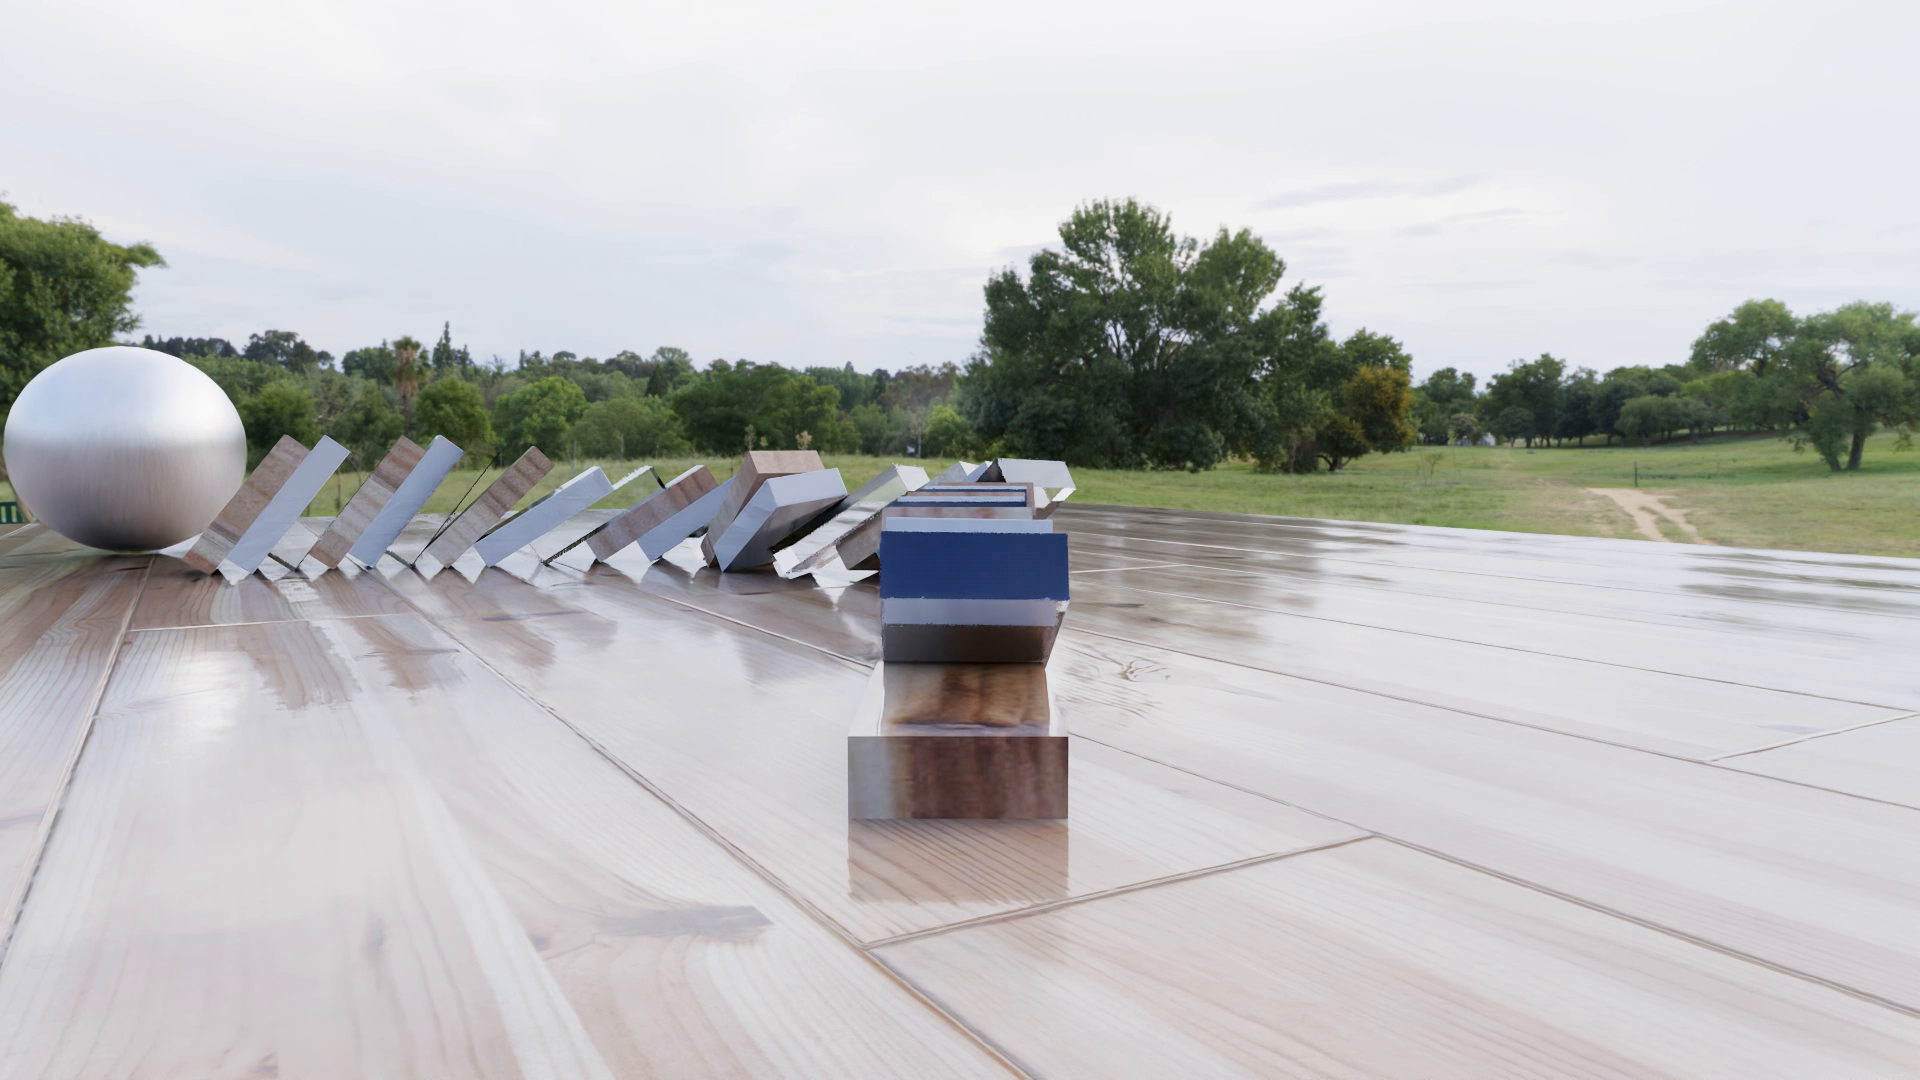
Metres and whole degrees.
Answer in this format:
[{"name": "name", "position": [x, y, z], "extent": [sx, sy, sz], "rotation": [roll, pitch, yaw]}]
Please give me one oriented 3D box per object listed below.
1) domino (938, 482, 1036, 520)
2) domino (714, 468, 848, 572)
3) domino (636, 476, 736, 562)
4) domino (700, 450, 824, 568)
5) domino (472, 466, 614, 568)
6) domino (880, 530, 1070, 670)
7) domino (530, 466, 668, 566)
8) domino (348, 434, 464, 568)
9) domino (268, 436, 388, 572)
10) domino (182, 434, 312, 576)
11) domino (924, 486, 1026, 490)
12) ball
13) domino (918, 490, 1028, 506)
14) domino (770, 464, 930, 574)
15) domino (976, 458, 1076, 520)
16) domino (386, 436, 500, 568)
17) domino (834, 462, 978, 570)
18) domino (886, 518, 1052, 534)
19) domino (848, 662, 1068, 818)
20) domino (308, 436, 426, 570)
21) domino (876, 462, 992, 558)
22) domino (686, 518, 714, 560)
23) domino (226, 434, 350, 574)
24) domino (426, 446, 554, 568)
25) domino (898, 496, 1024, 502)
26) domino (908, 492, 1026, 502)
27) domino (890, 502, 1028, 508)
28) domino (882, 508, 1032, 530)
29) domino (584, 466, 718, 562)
[{"name": "domino", "position": [0.005, 0.000, 0.356], "extent": [0.025, 0.010, 0.050], "rotation": [0, -25, -4]}, {"name": "domino", "position": [-0.059, -0.006, 0.414], "extent": [0.025, 0.010, 0.050], "rotation": [-12, -18, -35]}, {"name": "domino", "position": [-0.092, -0.010, 0.468], "extent": [0.050, 0.009, 0.025], "rotation": [-33, 5, -1]}, {"name": "domino", "position": [-0.067, -0.010, 0.434], "extent": [0.025, 0.010, 0.050], "rotation": [-3, -36, -37]}, {"name": "domino", "position": [-0.148, -0.009, 0.457], "extent": [0.050, 0.009, 0.025], "rotation": [-34, 15, -15]}, {"name": "domino", "position": [0.001, 0.013, 0.193], "extent": [0.025, 0.010, 0.050], "rotation": [1, -22, -2]}, {"name": "domino", "position": [-0.132, -0.009, 0.464], "extent": [0.050, 0.010, 0.025], "rotation": [-34, 15, -15]}, {"name": "domino", "position": [-0.195, -0.014, 0.452], "extent": [0.009, 0.050, 0.025], "rotation": [39, -12, -22]}, {"name": "domino", "position": [-0.216, -0.013, 0.440], "extent": [0.009, 0.050, 0.025], "rotation": [39, -12, -22]}, {"name": "domino", "position": [-0.237, -0.012, 0.428], "extent": [0.010, 0.050, 0.025], "rotation": [39, -12, -22]}, {"name": "domino", "position": [0.004, 0.001, 0.335], "extent": [0.025, 0.009, 0.050], "rotation": [0, -24, 1]}, {"name": "ball", "position": [-0.324, -0.035, 0.500], "extent": [0.080, 0.080, 0.080], "rotation": [0, 4, 0]}, {"name": "domino", "position": [0.003, 0.003, 0.315], "extent": [0.025, 0.010, 0.050], "rotation": [0, -24, 1]}, {"name": "domino", "position": [-0.034, -0.007, 0.414], "extent": [0.050, 0.010, 0.025], "rotation": [-33, -9, 17]}, {"name": "domino", "position": [0.009, -0.005, 0.380], "extent": [0.025, 0.010, 0.050], "rotation": [0, -33, -36]}, {"name": "domino", "position": [-0.181, -0.014, 0.451], "extent": [0.009, 0.050, 0.025], "rotation": [38, -10, -19]}, {"name": "domino", "position": [-0.013, -0.007, 0.412], "extent": [0.050, 0.010, 0.025], "rotation": [-33, -13, 18]}, {"name": "domino", "position": [0.001, 0.011, 0.214], "extent": [0.025, 0.009, 0.050], "rotation": [1, -23, -1]}, {"name": "domino", "position": [0.000, 0.025, 0.170], "extent": [0.025, 0.010, 0.050], "rotation": [0, 4, 0]}, {"name": "domino", "position": [-0.206, -0.014, 0.447], "extent": [0.009, 0.050, 0.025], "rotation": [39, -12, -22]}, {"name": "domino", "position": [0.000, -0.006, 0.398], "extent": [0.050, 0.009, 0.025], "rotation": [-38, -21, 31]}, {"name": "domino", "position": [-0.072, -0.011, 0.461], "extent": [0.050, 0.009, 0.025], "rotation": [-34, -5, 9]}, {"name": "domino", "position": [-0.226, -0.013, 0.433], "extent": [0.009, 0.050, 0.025], "rotation": [39, -12, -22]}, {"name": "domino", "position": [-0.165, -0.012, 0.451], "extent": [0.050, 0.009, 0.025], "rotation": [-47, 18, -12]}, {"name": "domino", "position": [0.000, 0.006, 0.275], "extent": [0.025, 0.010, 0.050], "rotation": [0, -24, 1]}, {"name": "domino", "position": [0.002, 0.004, 0.295], "extent": [0.025, 0.010, 0.050], "rotation": [0, -24, 1]}, {"name": "domino", "position": [0.000, 0.007, 0.255], "extent": [0.025, 0.009, 0.050], "rotation": [0, -24, 1]}, {"name": "domino", "position": [0.000, 0.009, 0.235], "extent": [0.025, 0.010, 0.050], "rotation": [0, -24, 1]}, {"name": "domino", "position": [-0.114, -0.010, 0.471], "extent": [0.050, 0.010, 0.025], "rotation": [-34, 13, -15]}]
